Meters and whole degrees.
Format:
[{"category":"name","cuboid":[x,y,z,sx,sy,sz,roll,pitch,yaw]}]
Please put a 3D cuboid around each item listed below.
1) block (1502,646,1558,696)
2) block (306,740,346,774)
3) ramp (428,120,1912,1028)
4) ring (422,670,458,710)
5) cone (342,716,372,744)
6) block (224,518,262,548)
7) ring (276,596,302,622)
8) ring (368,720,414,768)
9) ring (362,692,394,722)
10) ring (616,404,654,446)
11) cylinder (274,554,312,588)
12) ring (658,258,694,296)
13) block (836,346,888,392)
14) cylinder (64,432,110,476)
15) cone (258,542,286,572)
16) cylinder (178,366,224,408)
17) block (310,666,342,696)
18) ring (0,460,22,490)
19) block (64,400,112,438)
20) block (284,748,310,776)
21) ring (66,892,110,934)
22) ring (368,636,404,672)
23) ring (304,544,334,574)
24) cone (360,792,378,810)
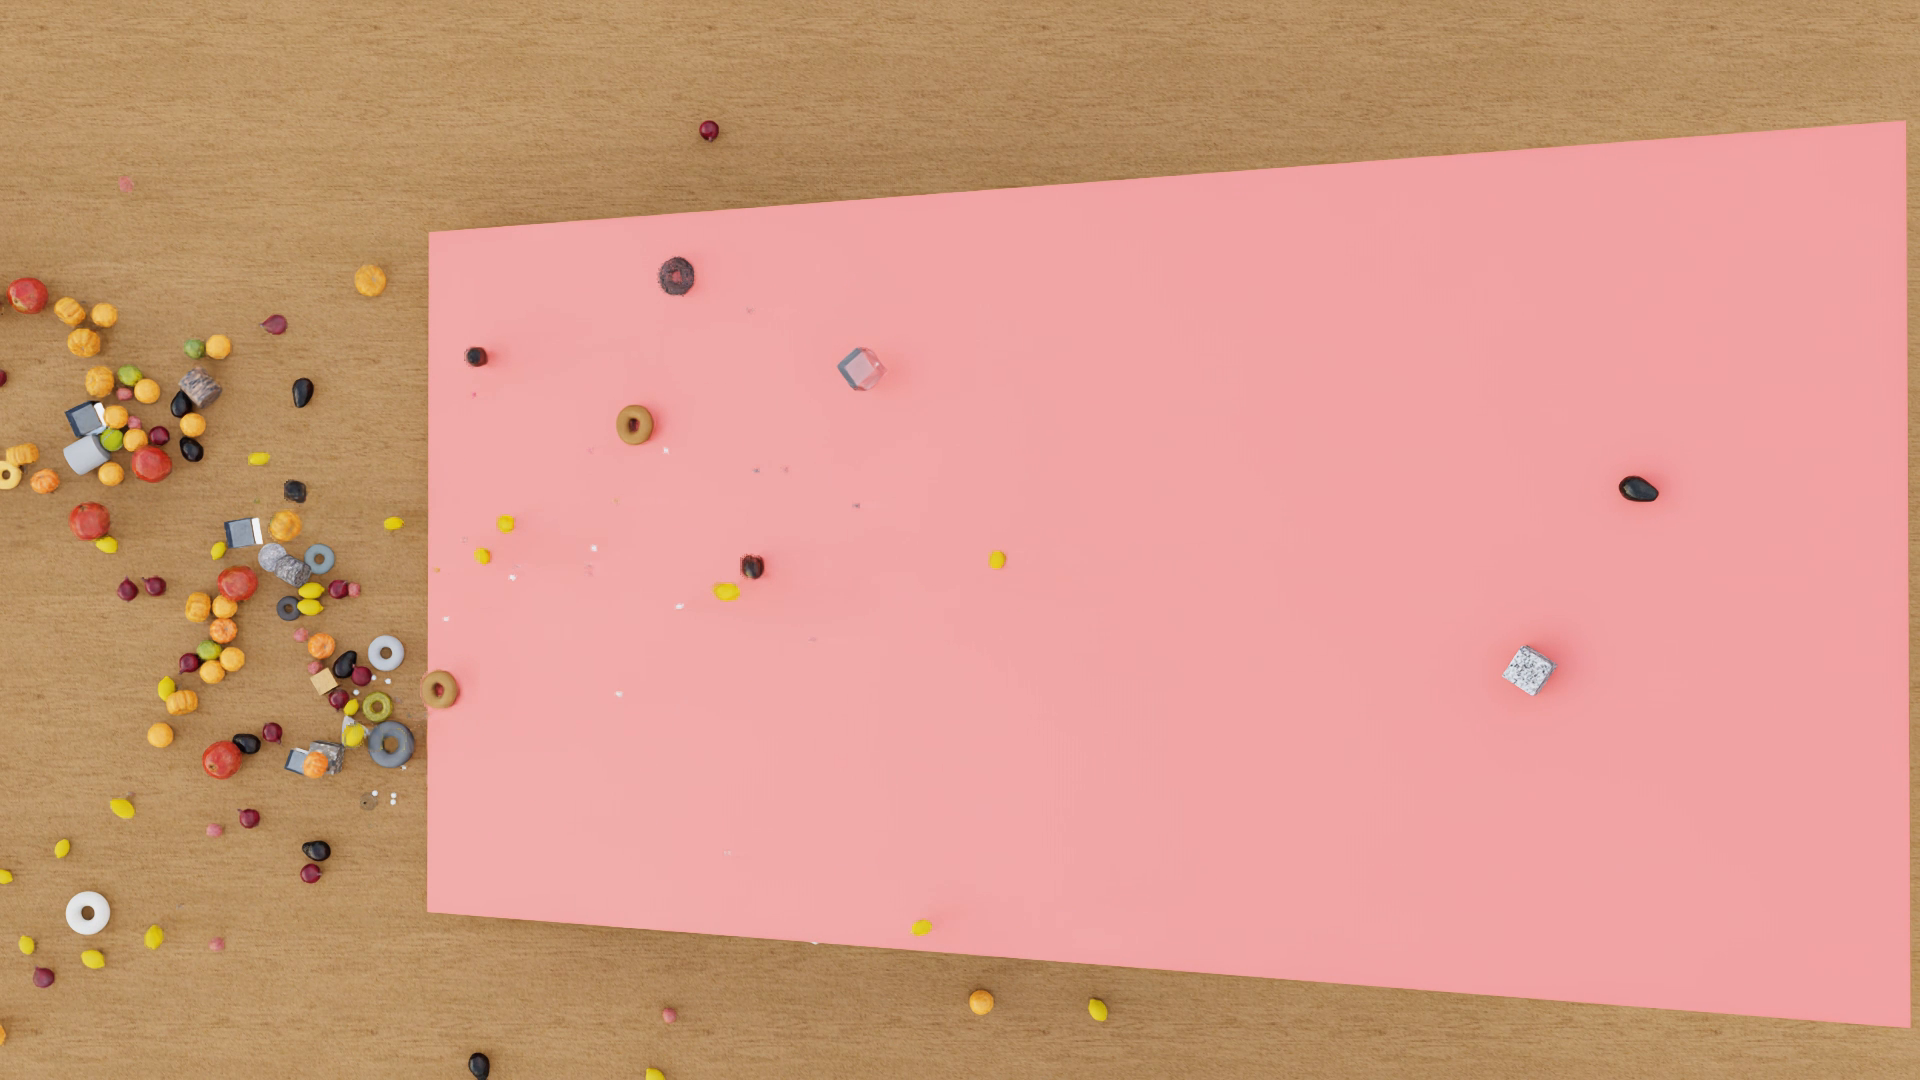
[{"category":"block","cuboid":[1.331,0.304,5.136,0.083,0.083,0.083,35,103,20]},{"category":"block","cuboid":[-1.879,0.644,6.515,0.082,0.082,0.082,11,89,0]},{"category":"ramp","cuboid":[0.283,0.083,5.705,4.000,0.100,2.000,0,89,24]},{"category":"ring","cuboid":[-1.521,0.439,6.427,0.117,0.039,0.117,0,90,23]},{"category":"cone","cuboid":[-1.785,0.569,6.537,0.088,0.088,0.088,8,89,-26]},{"category":"block","cuboid":[-2.126,-0.020,6.525,0.078,0.078,0.078,-10,89,0]},{"category":"ring","cuboid":[-1.998,0.204,6.549,0.075,0.025,0.075,0,90,-1]},{"category":"ring","cuboid":[-1.690,0.608,6.534,0.141,0.047,0.141,0,89,1]},{"category":"ring","cuboid":[-1.733,0.496,6.543,0.093,0.031,0.093,0,88,1]},{"category":"ring","cuboid":[-0.912,-0.323,6.165,0.116,0.039,0.116,0,90,23]},{"category":"cylinder","cuboid":[-1.977,0.092,6.518,0.074,0.074,0.074,26,89,15]},{"category":"ring","cuboid":[-0.789,-0.732,6.117,0.109,0.036,0.109,0,90,23]},{"category":"block","cuboid":[-0.261,-0.455,5.853,0.082,0.082,0.082,-40,74,18]},{"category":"cylinder","cuboid":[-2.588,-0.255,6.520,0.094,0.094,0.094,-30,89,0]},{"category":"cone","cuboid":[-2.052,0.052,6.520,0.087,0.087,0.087,0,89,0]},{"category":"cylinder","cuboid":[-2.253,-0.453,6.525,0.090,0.090,0.090,-43,90,0]},{"category":"block","cuboid":[-1.880,0.419,6.529,0.060,0.060,0.060,-30,89,0]},{"category":"ring","cuboid":[-2.841,-0.194,6.552,0.088,0.029,0.088,0,88,1]},{"category":"block","cuboid":[-2.587,-0.357,6.527,0.083,0.083,0.083,-25,89,0]},{"category":"block","cuboid":[-1.958,0.657,6.526,0.061,0.061,0.061,20,89,0]},{"category":"ring","cuboid":[-2.589,1.107,6.529,0.129,0.043,0.129,0,88,0]},{"category":"ring","cuboid":[-1.707,0.337,6.542,0.108,0.036,0.108,0,90,-1]},{"category":"ring","cuboid":[-1.907,0.057,6.548,0.092,0.031,0.092,0,88,1]},{"category":"cone","cuboid":[-1.763,0.779,6.527,0.055,0.055,0.055,0,89,0]}]
